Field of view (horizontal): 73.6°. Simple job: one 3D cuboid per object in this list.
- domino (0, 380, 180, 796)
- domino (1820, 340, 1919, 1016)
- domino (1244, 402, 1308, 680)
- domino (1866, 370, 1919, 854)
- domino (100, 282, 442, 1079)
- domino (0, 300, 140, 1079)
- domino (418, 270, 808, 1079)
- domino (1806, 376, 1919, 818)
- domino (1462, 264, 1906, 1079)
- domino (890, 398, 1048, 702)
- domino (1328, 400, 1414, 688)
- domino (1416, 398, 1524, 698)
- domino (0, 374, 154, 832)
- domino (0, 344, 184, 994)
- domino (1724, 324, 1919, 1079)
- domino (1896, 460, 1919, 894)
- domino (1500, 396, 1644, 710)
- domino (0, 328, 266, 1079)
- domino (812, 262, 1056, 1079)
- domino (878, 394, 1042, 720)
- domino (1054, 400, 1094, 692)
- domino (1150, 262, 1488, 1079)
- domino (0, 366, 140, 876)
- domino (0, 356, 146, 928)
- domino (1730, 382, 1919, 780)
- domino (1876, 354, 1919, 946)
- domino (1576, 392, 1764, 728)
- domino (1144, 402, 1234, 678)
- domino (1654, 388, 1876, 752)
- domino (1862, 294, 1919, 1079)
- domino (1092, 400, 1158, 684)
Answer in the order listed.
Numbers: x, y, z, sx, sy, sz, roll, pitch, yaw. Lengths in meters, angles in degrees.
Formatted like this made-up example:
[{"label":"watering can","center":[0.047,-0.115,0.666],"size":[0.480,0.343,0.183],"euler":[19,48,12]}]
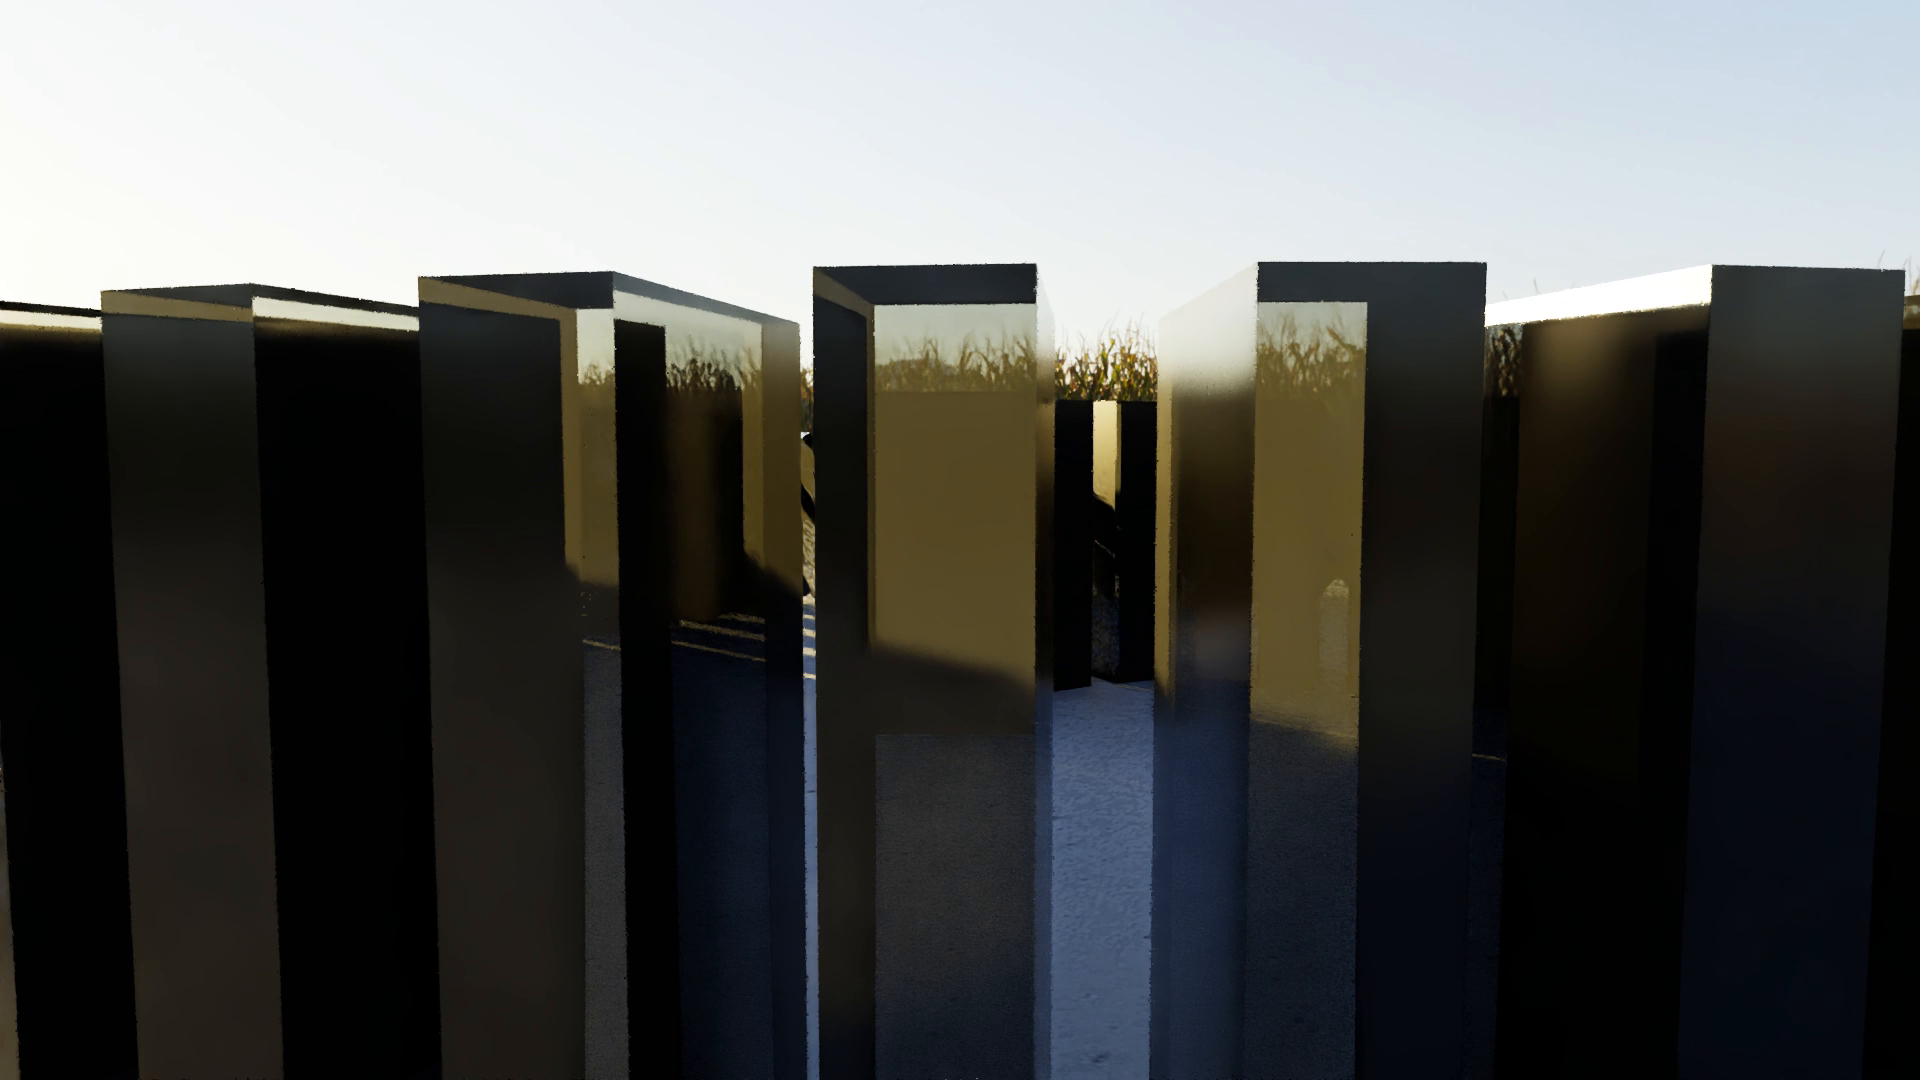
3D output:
[{"label":"domino","center":[-0.113,0.006,0.159],"size":[0.025,0.050,0.010],"euler":[-2,5,-21]},{"label":"domino","center":[0.079,0.011,0.092],"size":[0.009,0.050,0.025],"euler":[-4,6,-40]},{"label":"domino","center":[0.060,-0.001,0.242],"size":[0.009,0.050,0.025],"euler":[1,4,17]},{"label":"domino","center":[0.111,0.008,0.132],"size":[0.025,0.050,0.010],"euler":[2,5,22]},{"label":"domino","center":[-0.034,0.012,0.075],"size":[0.009,0.050,0.025],"euler":[1,5,18]},{"label":"domino","center":[-0.050,0.011,0.081],"size":[0.009,0.050,0.025],"euler":[2,5,25]},{"label":"domino","center":[-0.017,0.012,0.071],"size":[0.010,0.050,0.025],"euler":[1,4,12]},{"label":"domino","center":[0.115,0.006,0.149],"size":[0.025,0.050,0.010],"euler":[1,4,8]},{"label":"domino","center":[0.034,0.012,0.069],"size":[0.009,0.050,0.025],"euler":[-1,4,-10]},{"label":"domino","center":[0.002,0.001,0.218],"size":[0.025,0.050,0.009],"euler":[1,4,16]},{"label":"domino","center":[0.076,0.000,0.236],"size":[0.010,0.050,0.025],"euler":[2,5,28]},{"label":"domino","center":[0.090,0.001,0.227],"size":[0.009,0.050,0.025],"euler":[3,5,38]},{"label":"domino","center":[-0.106,0.007,0.143],"size":[0.025,0.050,0.009],"euler":[-2,5,-26]},{"label":"domino","center":[-0.078,0.010,0.101],"size":[0.025,0.050,0.010],"euler":[-4,6,-44]},{"label":"domino","center":[0.065,0.011,0.082],"size":[0.009,0.050,0.025],"euler":[-3,5,-33]},{"label":"domino","center":[0.102,0.009,0.117],"size":[0.025,0.050,0.009],"euler":[3,5,35]},{"label":"domino","center":[0.102,0.001,0.214],"size":[0.025,0.050,0.009],"euler":[-3,5,-37]},{"label":"domino","center":[-0.065,0.011,0.090],"size":[0.010,0.050,0.025],"euler":[3,5,34]},{"label":"domino","center":[0.000,0.012,0.068],"size":[0.009,0.050,0.025],"euler":[0,4,6]},{"label":"domino","center":[0.000,0.002,0.201],"size":[0.025,0.050,0.009],"euler":[0,4,0]},{"label":"domino","center":[0.012,0.000,0.231],"size":[0.010,0.050,0.025],"euler":[-3,5,-37]},{"label":"domino","center":[0.017,0.013,0.067],"size":[0.009,0.050,0.025],"euler":[0,4,-1]},{"label":"domino","center":[-0.098,0.008,0.128],"size":[0.025,0.050,0.010],"euler":[-3,5,-31]},{"label":"domino","center":[-0.089,0.009,0.114],"size":[0.025,0.050,0.010],"euler":[-3,5,-36]},{"label":"domino","center":[0.116,0.005,0.166],"size":[0.025,0.050,0.010],"euler":[0,4,-2]},{"label":"domino","center":[0.092,0.010,0.104],"size":[0.025,0.050,0.009],"euler":[4,6,43]},{"label":"domino","center":[0.110,0.003,0.199],"size":[0.025,0.050,0.010],"euler":[-1,5,-19]},{"label":"domino","center":[0.043,-0.001,0.244],"size":[0.009,0.050,0.025],"euler":[-1,4,-7]},{"label":"domino","center":[0.114,0.004,0.183],"size":[0.025,0.050,0.010],"euler":[-1,4,-10]},{"label":"domino","center":[0.050,0.012,0.074],"size":[0.009,0.050,0.025],"euler":[-2,5,-24]},{"label":"domino","center":[0.027,0.000,0.240],"size":[0.009,0.050,0.025],"euler":[-2,5,-24]}]
